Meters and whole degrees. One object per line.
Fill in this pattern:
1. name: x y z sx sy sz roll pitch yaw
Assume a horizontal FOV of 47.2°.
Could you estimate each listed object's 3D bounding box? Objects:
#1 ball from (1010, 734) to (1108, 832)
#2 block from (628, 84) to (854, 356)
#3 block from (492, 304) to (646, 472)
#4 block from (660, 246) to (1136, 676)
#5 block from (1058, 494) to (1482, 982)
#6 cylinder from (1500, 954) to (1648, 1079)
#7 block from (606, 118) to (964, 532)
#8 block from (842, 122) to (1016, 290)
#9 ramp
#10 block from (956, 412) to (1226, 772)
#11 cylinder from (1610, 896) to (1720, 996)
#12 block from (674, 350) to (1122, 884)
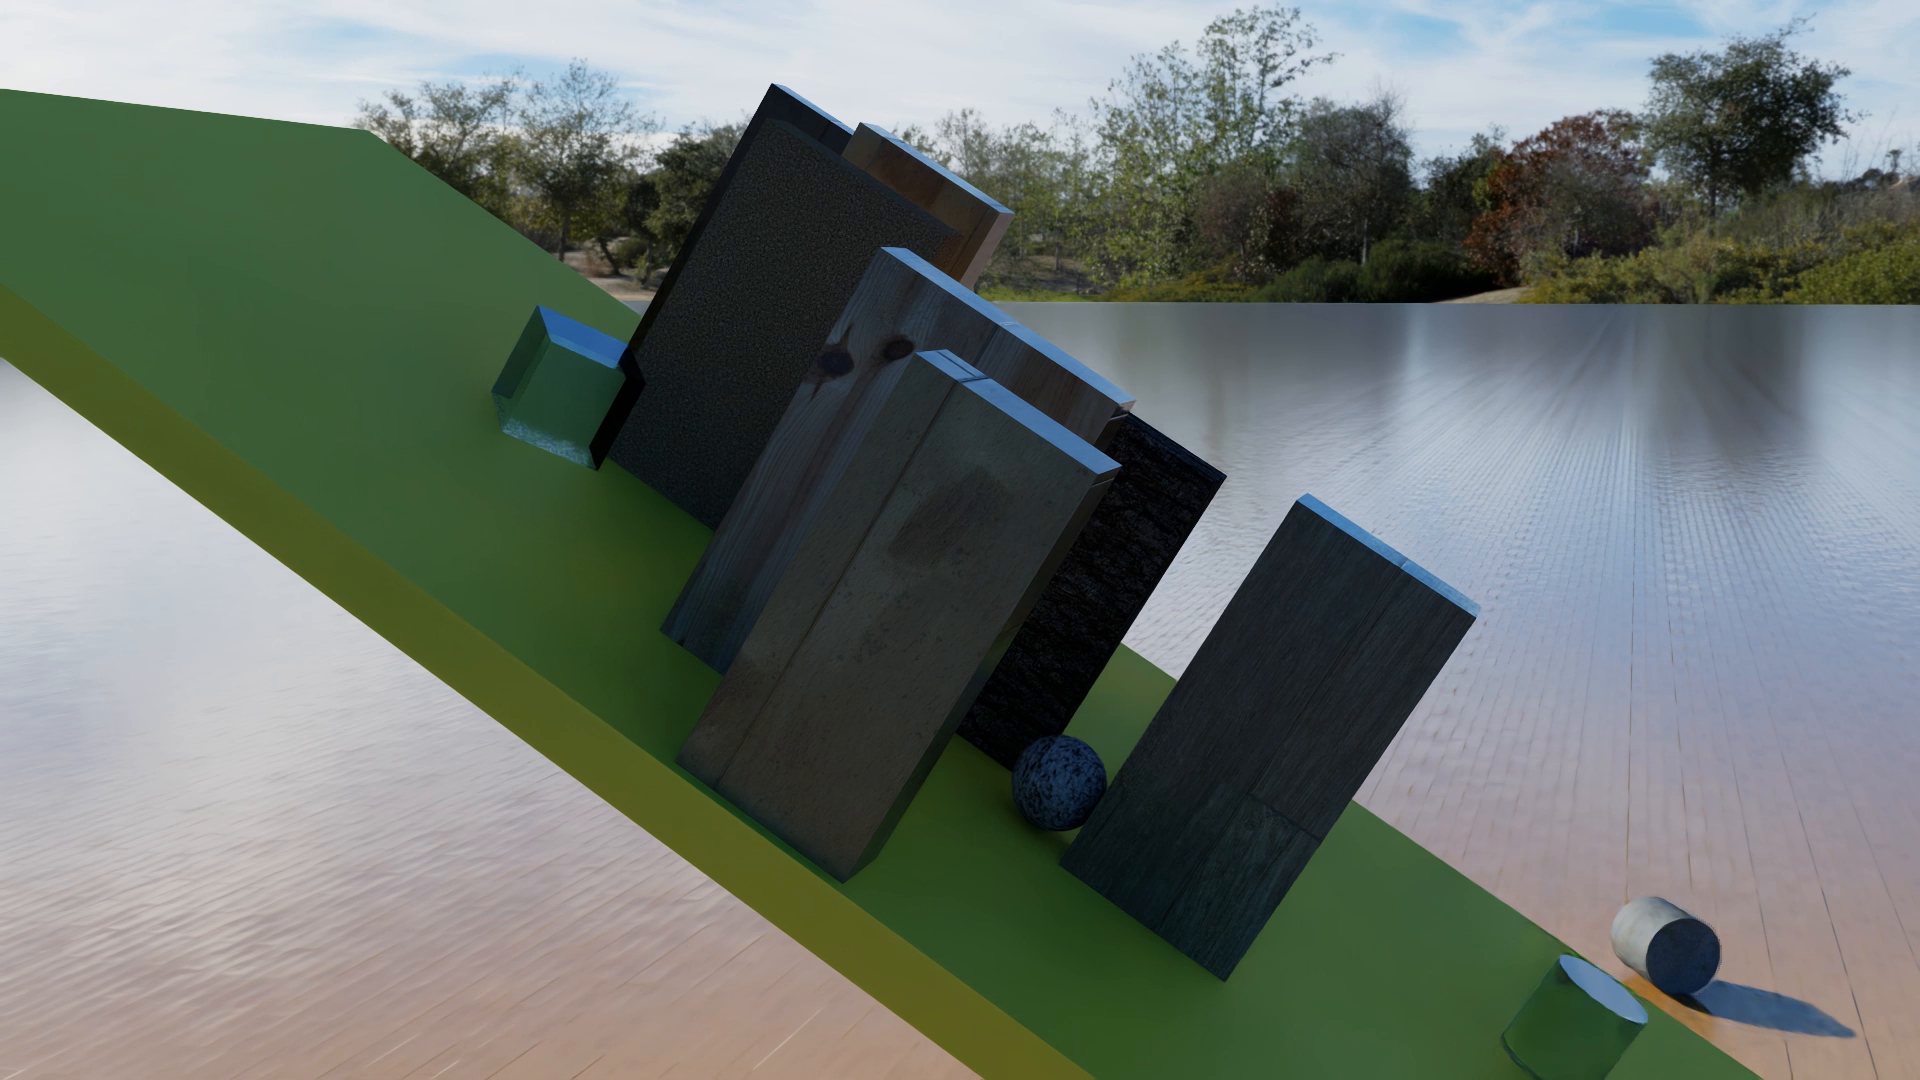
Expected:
1. ball: 0.167 0.410 3.715 0.163 0.163 0.163 0 7 0
2. block: -0.438 -0.598 4.736 0.301 0.696 0.081 34 15 11
3. block: -0.735 -0.286 4.120 0.195 0.195 0.195 24 17 -27
4. block: -0.107 -0.036 3.510 0.448 0.728 0.126 34 15 11
5. block: 0.495 0.320 3.557 0.329 0.723 0.123 34 15 11
6. cylinder: 1.115 0.888 3.995 0.187 0.187 0.187 29 15 -9
7. block: -0.353 -0.374 4.142 0.409 0.714 0.108 34 15 11
8. block: -0.234 -0.417 4.421 0.337 0.762 0.112 34 15 11
9. ramp: -0.152 0.252 4.112 4.000 0.100 2.000 34 15 11
10. block: 0.120 0.041 3.892 0.416 0.633 0.115 34 15 11
11. cylinder: 1.837 1.055 5.732 0.203 0.203 0.203 -1 7 -9
12. block: -0.093 0.108 3.128 0.304 0.698 0.144 34 15 11
